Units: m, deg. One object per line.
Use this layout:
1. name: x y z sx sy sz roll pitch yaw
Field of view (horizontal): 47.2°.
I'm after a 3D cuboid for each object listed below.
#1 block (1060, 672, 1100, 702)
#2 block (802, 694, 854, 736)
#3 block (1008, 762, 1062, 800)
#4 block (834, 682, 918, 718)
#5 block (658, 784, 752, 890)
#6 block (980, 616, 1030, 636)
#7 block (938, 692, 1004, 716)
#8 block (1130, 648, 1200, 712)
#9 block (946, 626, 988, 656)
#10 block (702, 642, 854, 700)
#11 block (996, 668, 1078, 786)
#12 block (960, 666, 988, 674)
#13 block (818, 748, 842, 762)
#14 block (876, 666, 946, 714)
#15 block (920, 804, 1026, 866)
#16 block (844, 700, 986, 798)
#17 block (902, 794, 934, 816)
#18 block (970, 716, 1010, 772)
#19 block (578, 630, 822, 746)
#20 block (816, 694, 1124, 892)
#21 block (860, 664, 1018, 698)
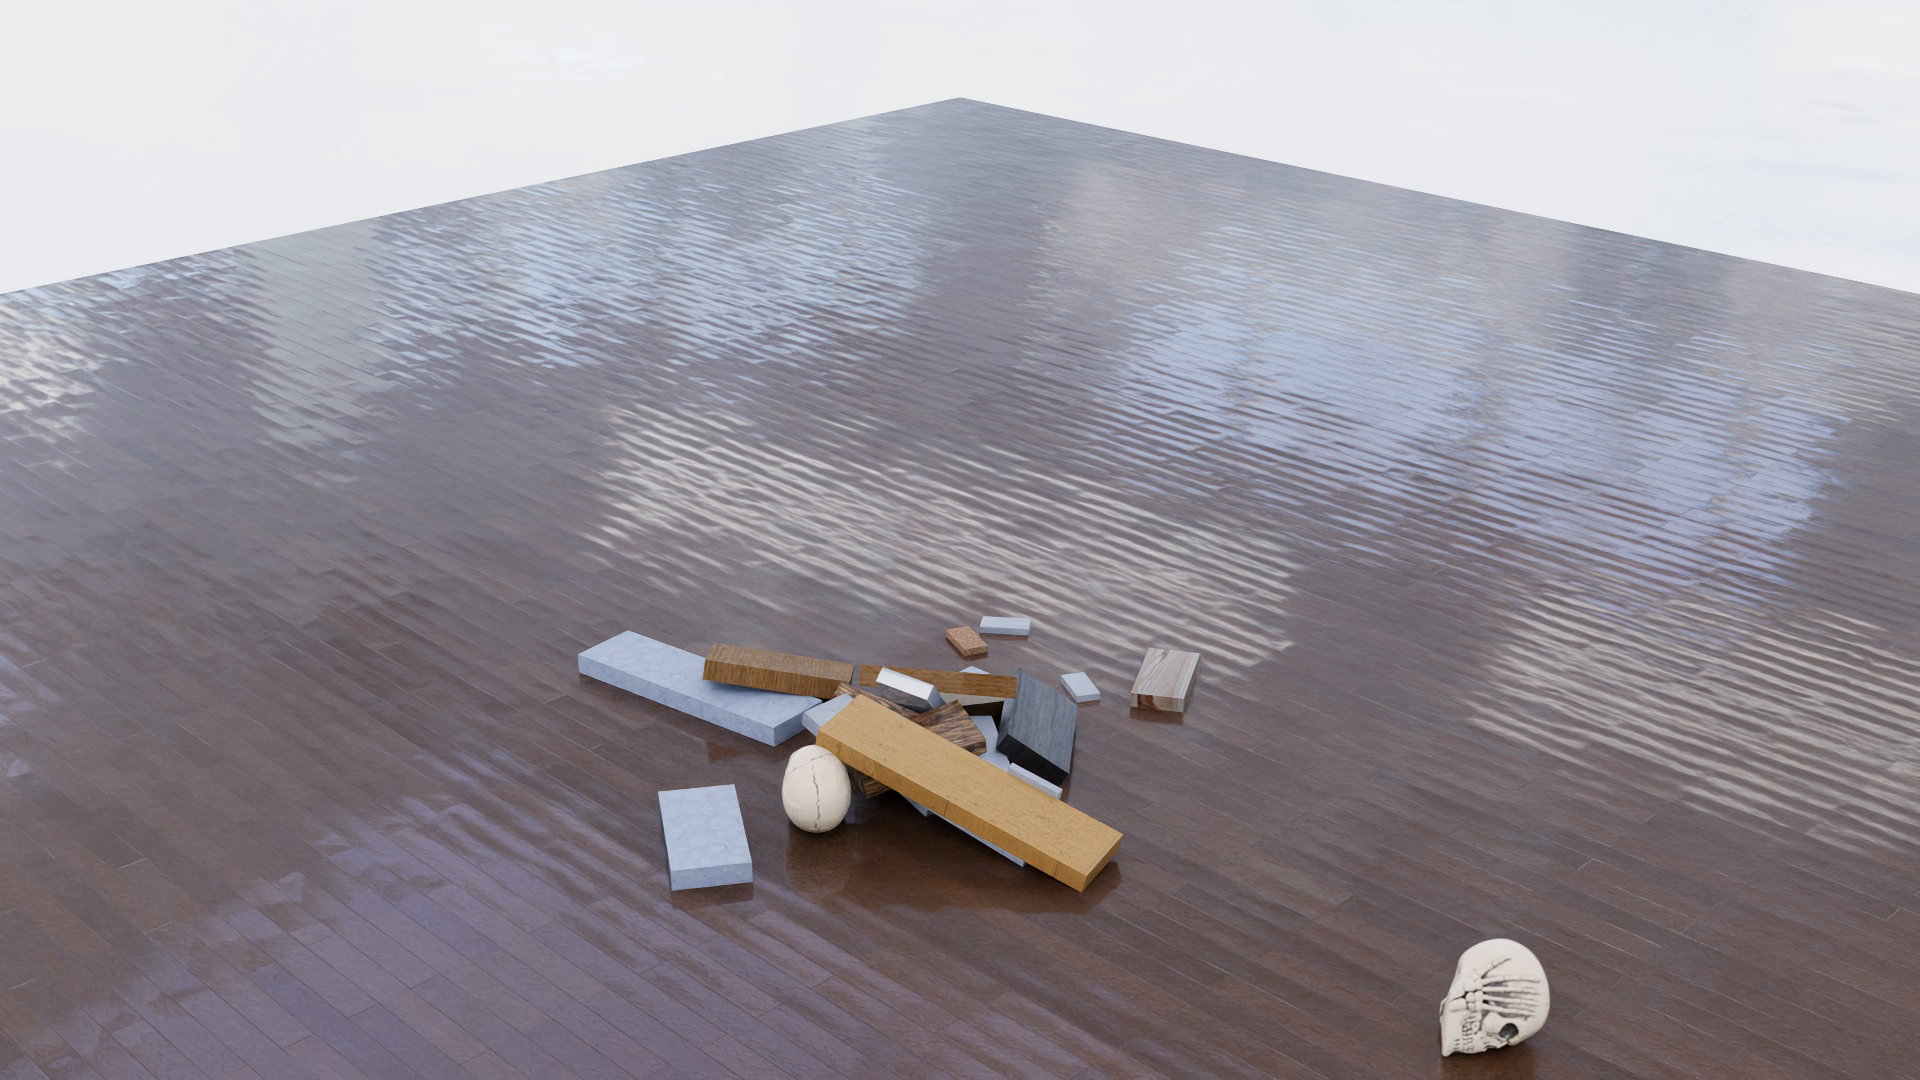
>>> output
1. block: 0.271 0.332 4.959 0.055 0.016 0.110 -7 24 -15
2. block: -0.208 0.424 4.625 0.120 0.034 0.240 -22 49 -40
3. block: 0.144 0.493 4.357 0.116 0.058 0.016 26 36 20
4. block: -0.148 0.380 4.724 0.240 0.120 0.034 19 72 37
5. block: -0.504 0.582 4.332 0.154 0.044 0.309 -5 23 -11
6. block: 0.109 0.205 5.256 0.116 0.016 0.058 3 23 7
7. block: -0.010 0.355 4.857 0.237 0.034 0.118 -6 23 -3
8. block: 0.465 0.315 4.975 0.118 0.034 0.237 6 24 13
9. block: 0.015 0.237 5.180 0.058 0.016 0.116 -9 25 -21
10. block: -0.403 0.294 4.907 0.321 0.046 0.161 9 11 -1
11. block: 0.165 0.396 4.671 0.154 0.044 0.309 34 22 -8
12. block: 0.009 0.319 4.990 0.055 0.016 0.110 20 30 39
13. block: -0.251 0.449 4.685 0.099 0.014 0.050 21 31 40
14. block: -0.086 0.346 4.647 0.118 0.271 0.034 19 73 19
15. block: 0.053 0.533 4.356 0.270 0.038 0.135 29 37 22
16. block: -0.097 0.426 4.493 0.270 0.038 0.135 -19 40 -17
17. block: -0.101 0.467 4.536 0.120 0.034 0.240 -20 45 -39
18. block: 0.030 0.464 4.519 0.135 0.038 0.270 1 35 -17
19. block: -0.588 0.327 4.931 0.596 0.046 0.161 16 28 34
20. block: 0.014 0.492 4.330 0.617 0.044 0.154 26 36 20
21. block: -0.048 0.303 4.714 0.161 0.046 0.321 9 -6 -44
